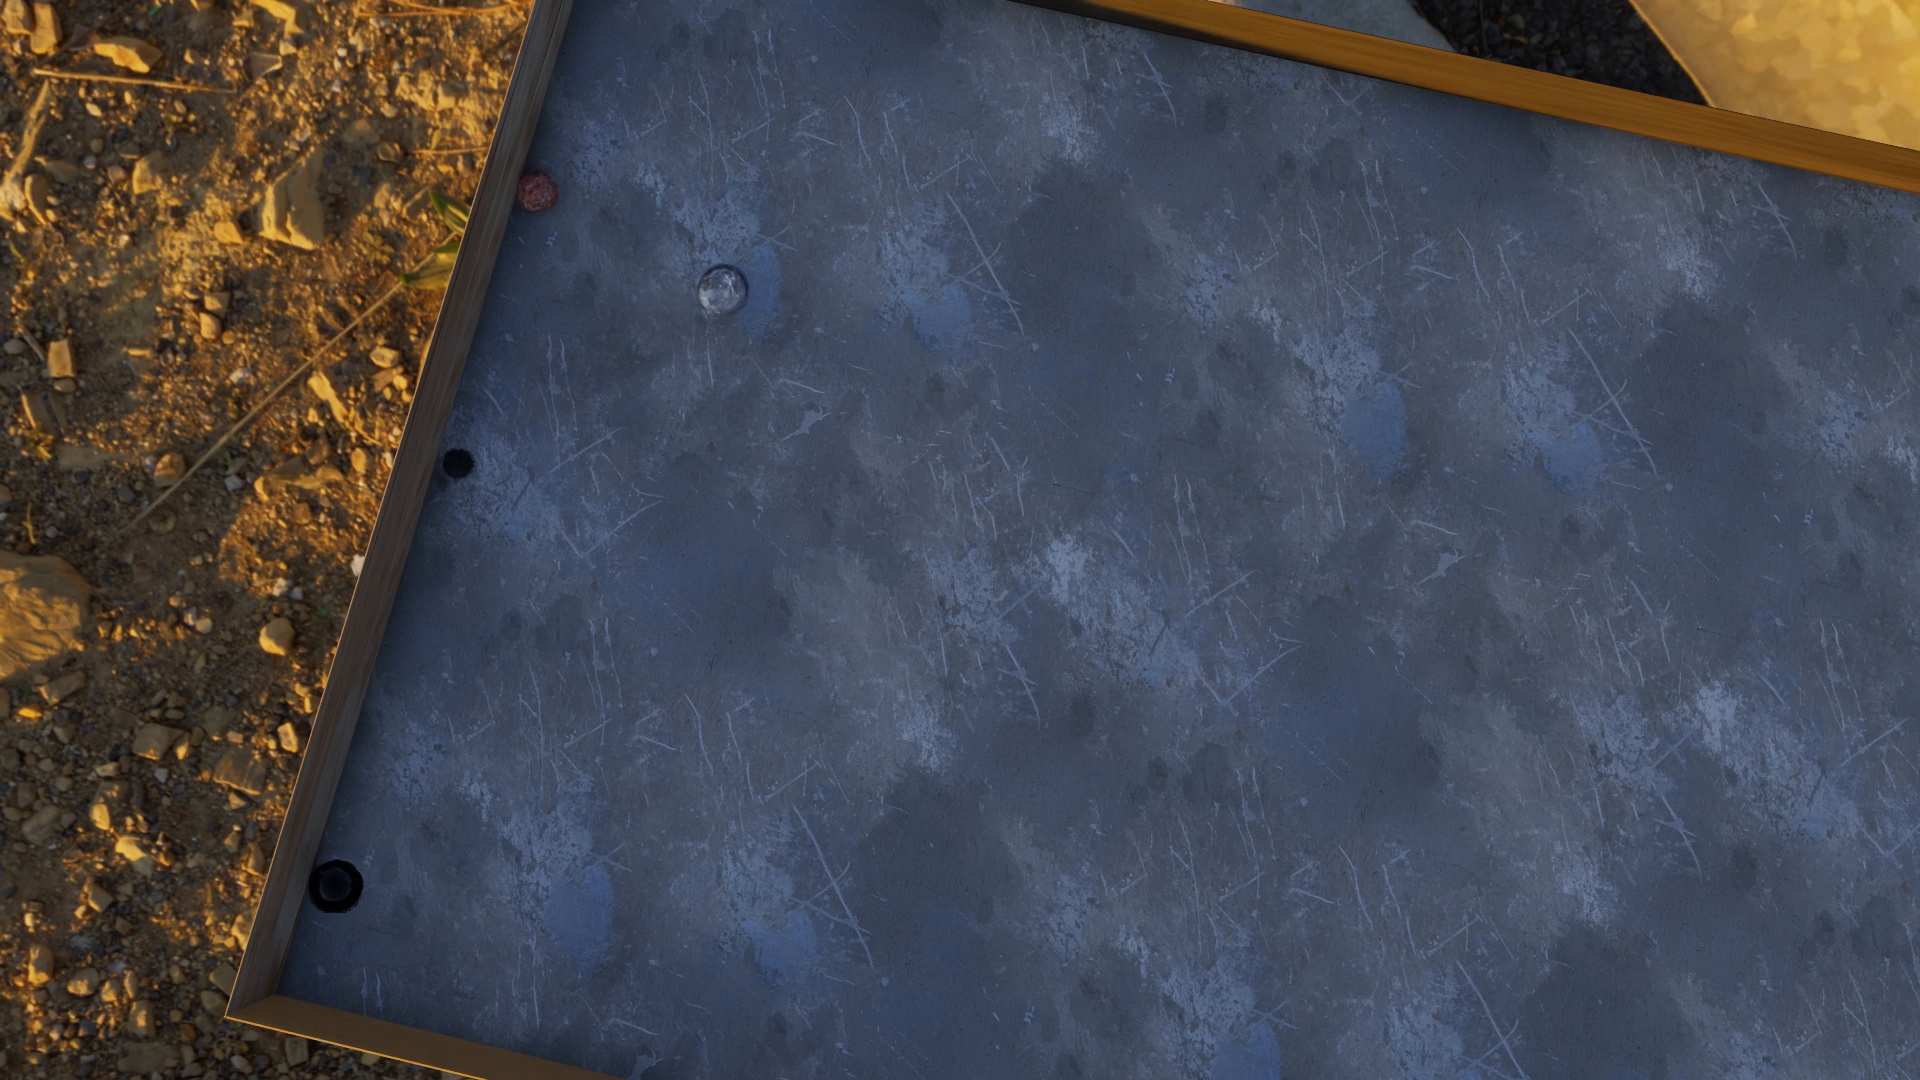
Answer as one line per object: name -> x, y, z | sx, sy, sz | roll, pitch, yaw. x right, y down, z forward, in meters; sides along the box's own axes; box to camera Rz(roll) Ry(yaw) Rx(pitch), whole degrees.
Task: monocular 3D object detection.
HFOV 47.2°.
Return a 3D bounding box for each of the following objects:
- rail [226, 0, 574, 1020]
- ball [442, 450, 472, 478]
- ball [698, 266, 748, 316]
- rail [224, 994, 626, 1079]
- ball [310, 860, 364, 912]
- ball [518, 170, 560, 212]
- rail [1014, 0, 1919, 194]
rail -> -0.804, -0.187, 3.357 | 0.045, 0.100, 1.853 | 13, 77, 3
ball -> -0.770, -0.116, 3.369 | 0.045, 0.045, 0.045 | 0, 76, 0
ball -> -0.369, -0.388, 3.419 | 0.077, 0.077, 0.077 | 0, 76, 0
rail -> 0.622, 1.037, 3.060 | 3.397, 0.100, 0.045 | 13, 77, 3
ball -> -0.908, 0.504, 3.203 | 0.075, 0.075, 0.075 | 0, 76, 0
ball -> -0.664, -0.549, 3.465 | 0.065, 0.065, 0.065 | 0, 76, 0
rail -> 1.032, -0.672, 3.475 | 3.397, 0.100, 0.045 | 13, 77, 3
